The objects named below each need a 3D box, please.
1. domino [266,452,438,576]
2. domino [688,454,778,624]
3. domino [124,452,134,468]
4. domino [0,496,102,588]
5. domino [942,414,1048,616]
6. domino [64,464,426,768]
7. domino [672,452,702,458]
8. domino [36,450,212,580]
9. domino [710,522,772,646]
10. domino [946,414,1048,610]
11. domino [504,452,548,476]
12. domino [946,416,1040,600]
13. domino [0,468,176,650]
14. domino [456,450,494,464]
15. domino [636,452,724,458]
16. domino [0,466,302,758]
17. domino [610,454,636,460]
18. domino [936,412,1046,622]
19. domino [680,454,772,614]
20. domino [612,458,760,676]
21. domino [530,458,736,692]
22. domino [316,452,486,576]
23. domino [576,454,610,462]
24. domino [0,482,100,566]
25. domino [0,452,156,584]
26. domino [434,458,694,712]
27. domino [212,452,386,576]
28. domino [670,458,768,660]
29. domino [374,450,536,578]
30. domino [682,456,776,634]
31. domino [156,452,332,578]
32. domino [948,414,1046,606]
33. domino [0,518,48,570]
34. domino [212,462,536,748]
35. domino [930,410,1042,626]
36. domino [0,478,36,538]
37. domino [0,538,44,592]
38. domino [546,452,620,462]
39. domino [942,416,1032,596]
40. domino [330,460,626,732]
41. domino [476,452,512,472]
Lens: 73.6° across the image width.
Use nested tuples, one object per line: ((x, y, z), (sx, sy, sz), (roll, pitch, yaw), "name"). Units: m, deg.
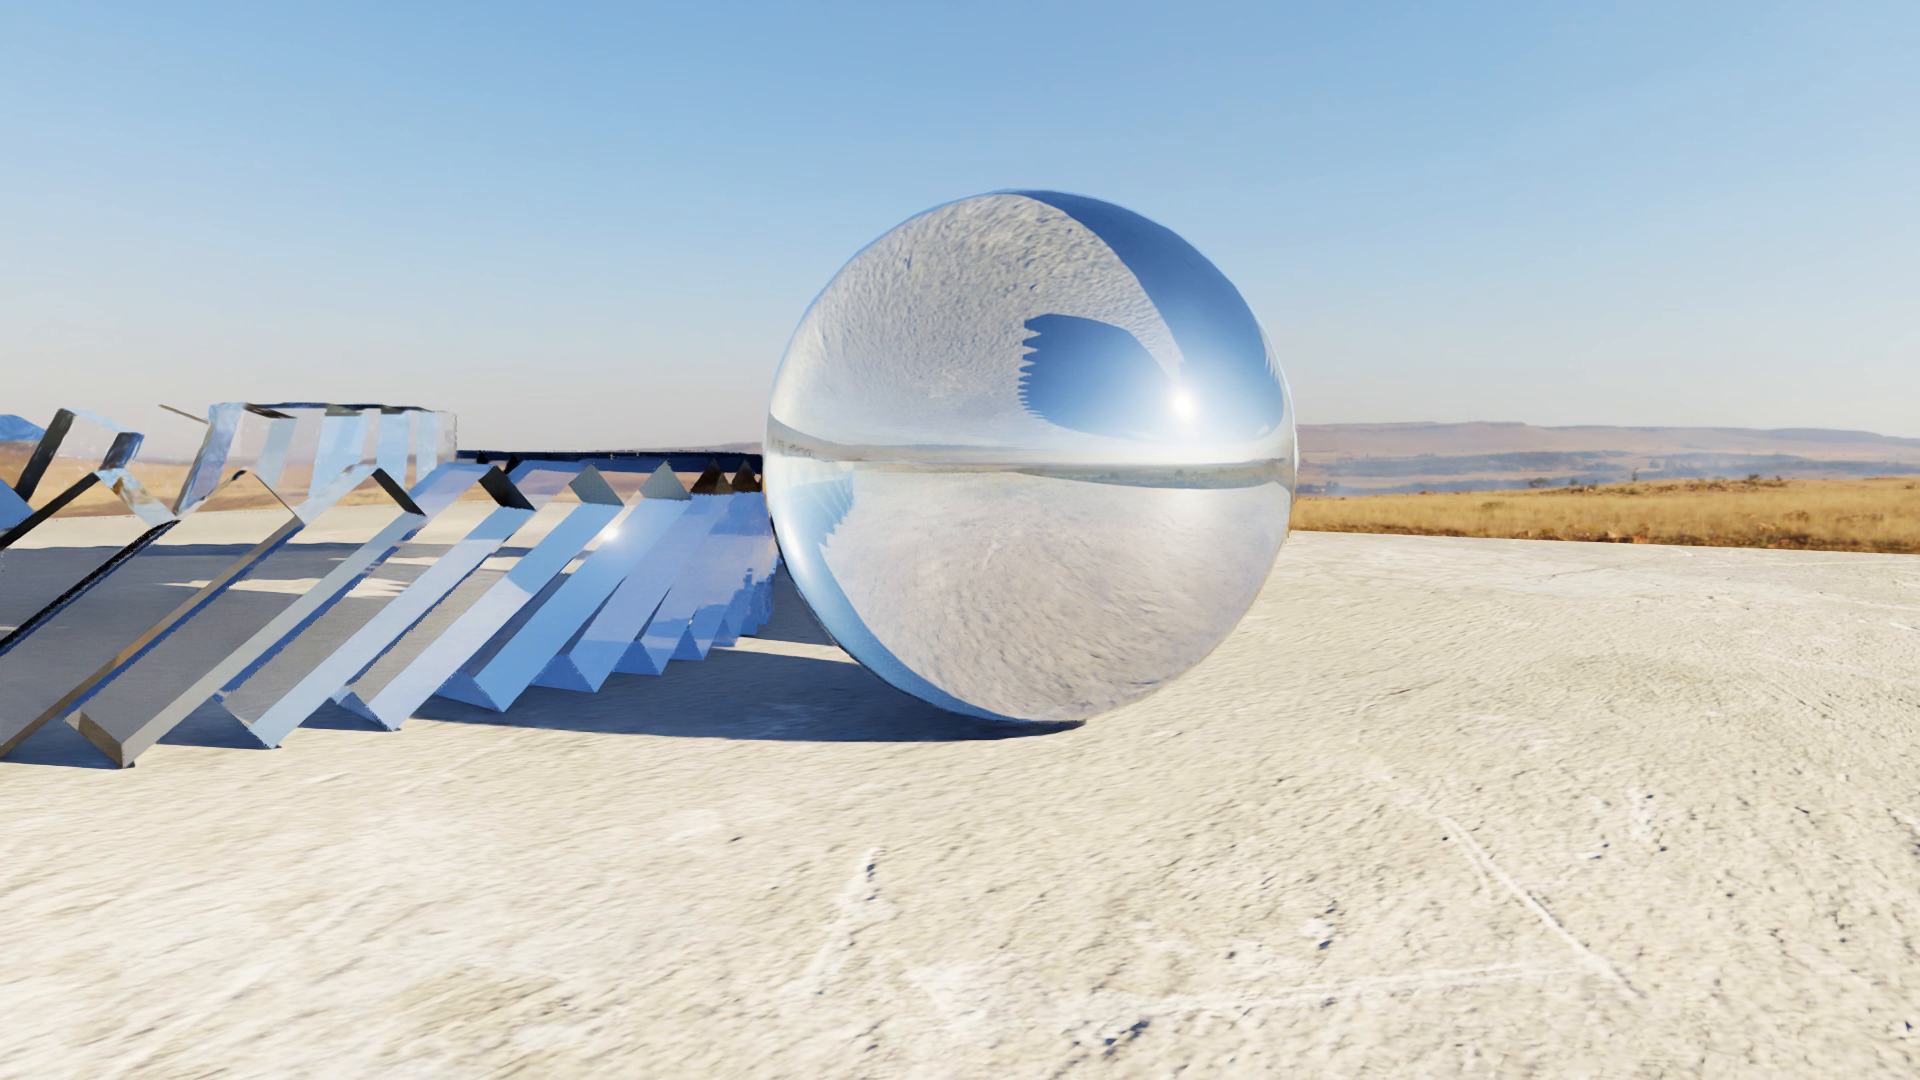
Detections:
((-0.200, -0.009, 0.423), (0.050, 0.010, 0.025), (41, 4, -2), "domino")
((-0.058, -0.001, 0.318), (0.025, 0.010, 0.050), (0, 44, 0), "domino")
((-0.246, -0.008, 0.409), (0.050, 0.009, 0.025), (42, -9, -16), "domino")
((-0.280, -0.005, 0.374), (0.025, 0.009, 0.050), (4, -35, 42), "domino")
((0.009, -0.007, 0.322), (0.025, 0.050, 0.009), (0, -16, 4), "domino")
((-0.103, 0.009, 0.186), (0.050, 0.009, 0.025), (-46, 27, -22), "domino")
((-0.066, -0.004, 0.349), (0.025, 0.009, 0.050), (0, 45, -12), "domino")
((-0.259, -0.008, 0.400), (0.050, 0.010, 0.025), (44, -17, -23), "domino")
((-0.057, 0.001, 0.286), (0.025, 0.009, 0.050), (1, 44, 10), "domino")
((0.010, -0.007, 0.332), (0.025, 0.050, 0.009), (0, -16, 4), "domino")
((-0.122, -0.008, 0.407), (0.025, 0.009, 0.050), (-4, 47, -50), "domino")
((0.009, -0.009, 0.352), (0.025, 0.050, 0.010), (0, -16, 4), "domino")
((-0.129, 0.011, 0.167), (0.050, 0.010, 0.025), (-43, 20, -16), "domino")
((-0.151, -0.009, 0.421), (0.050, 0.010, 0.025), (45, 21, 17), "domino")
((-0.075, -0.005, 0.363), (0.025, 0.009, 0.050), (-2, 46, -24), "domino")
((-0.116, 0.010, 0.176), (0.050, 0.009, 0.025), (-45, 24, -20), "domino")
((-0.085, -0.005, 0.376), (0.025, 0.009, 0.050), (-3, 46, -31), "domino")
((0.008, -0.006, 0.312), (0.025, 0.050, 0.010), (0, -16, 4), "domino")
((-0.061, -0.002, 0.333), (0.025, 0.009, 0.050), (0, 45, -7), "domino")
((-0.061, 0.004, 0.254), (0.025, 0.010, 0.050), (2, 45, 20), "domino")
((-0.065, 0.005, 0.238), (0.025, 0.010, 0.050), (2, 46, 29), "domino")
((-0.184, -0.009, 0.424), (0.050, 0.010, 0.025), (41, 7, 2), "domino")
((-0.096, -0.006, 0.387), (0.025, 0.009, 0.050), (-3, 46, -38), "domino")
((-0.324, -0.010, 0.440), (0.025, 0.009, 0.050), (5, -34, 47), "domino")
((-0.270, -0.007, 0.387), (0.025, 0.009, 0.050), (5, -35, 50), "domino")
((-0.072, 0.006, 0.222), (0.025, 0.009, 0.050), (4, 46, 40), "domino")
((-0.215, -0.009, 0.420), (0.050, 0.009, 0.025), (41, -1, -7), "domino")
((-0.058, 0.003, 0.270), (0.025, 0.010, 0.050), (1, 44, 16), "domino")
((-0.167, -0.009, 0.424), (0.050, 0.009, 0.025), (44, 14, 10), "domino")
((-0.057, 0.000, 0.302), (0.025, 0.010, 0.050), (0, 44, 4), "domino")
((-0.231, -0.009, 0.415), (0.050, 0.010, 0.025), (41, -5, -11), "domino")
((0.010, -0.008, 0.342), (0.025, 0.050, 0.009), (0, -16, 4), "domino")
((-0.334, -0.009, 0.428), (0.025, 0.009, 0.050), (4, -33, 43), "domino")
((-0.091, 0.008, 0.197), (0.025, 0.010, 0.050), (6, 47, 50), "domino")
((0.006, -0.005, 0.302), (0.025, 0.050, 0.009), (0, -16, 4), "domino")
((-0.143, 0.011, 0.159), (0.050, 0.010, 0.025), (-42, 15, -11), "domino")
((-0.288, -0.004, 0.360), (0.025, 0.010, 0.050), (3, -36, 36), "domino")
((-0.108, -0.007, 0.398), (0.025, 0.009, 0.050), (-4, 46, -44), "domino")
((0.008, -0.010, 0.363), (0.025, 0.050, 0.009), (0, -16, 3), "domino")
((-0.081, 0.007, 0.209), (0.025, 0.009, 0.050), (6, 47, 47), "domino")
((-0.135, -0.009, 0.416), (0.050, 0.009, 0.025), (49, 28, 24), "domino")
